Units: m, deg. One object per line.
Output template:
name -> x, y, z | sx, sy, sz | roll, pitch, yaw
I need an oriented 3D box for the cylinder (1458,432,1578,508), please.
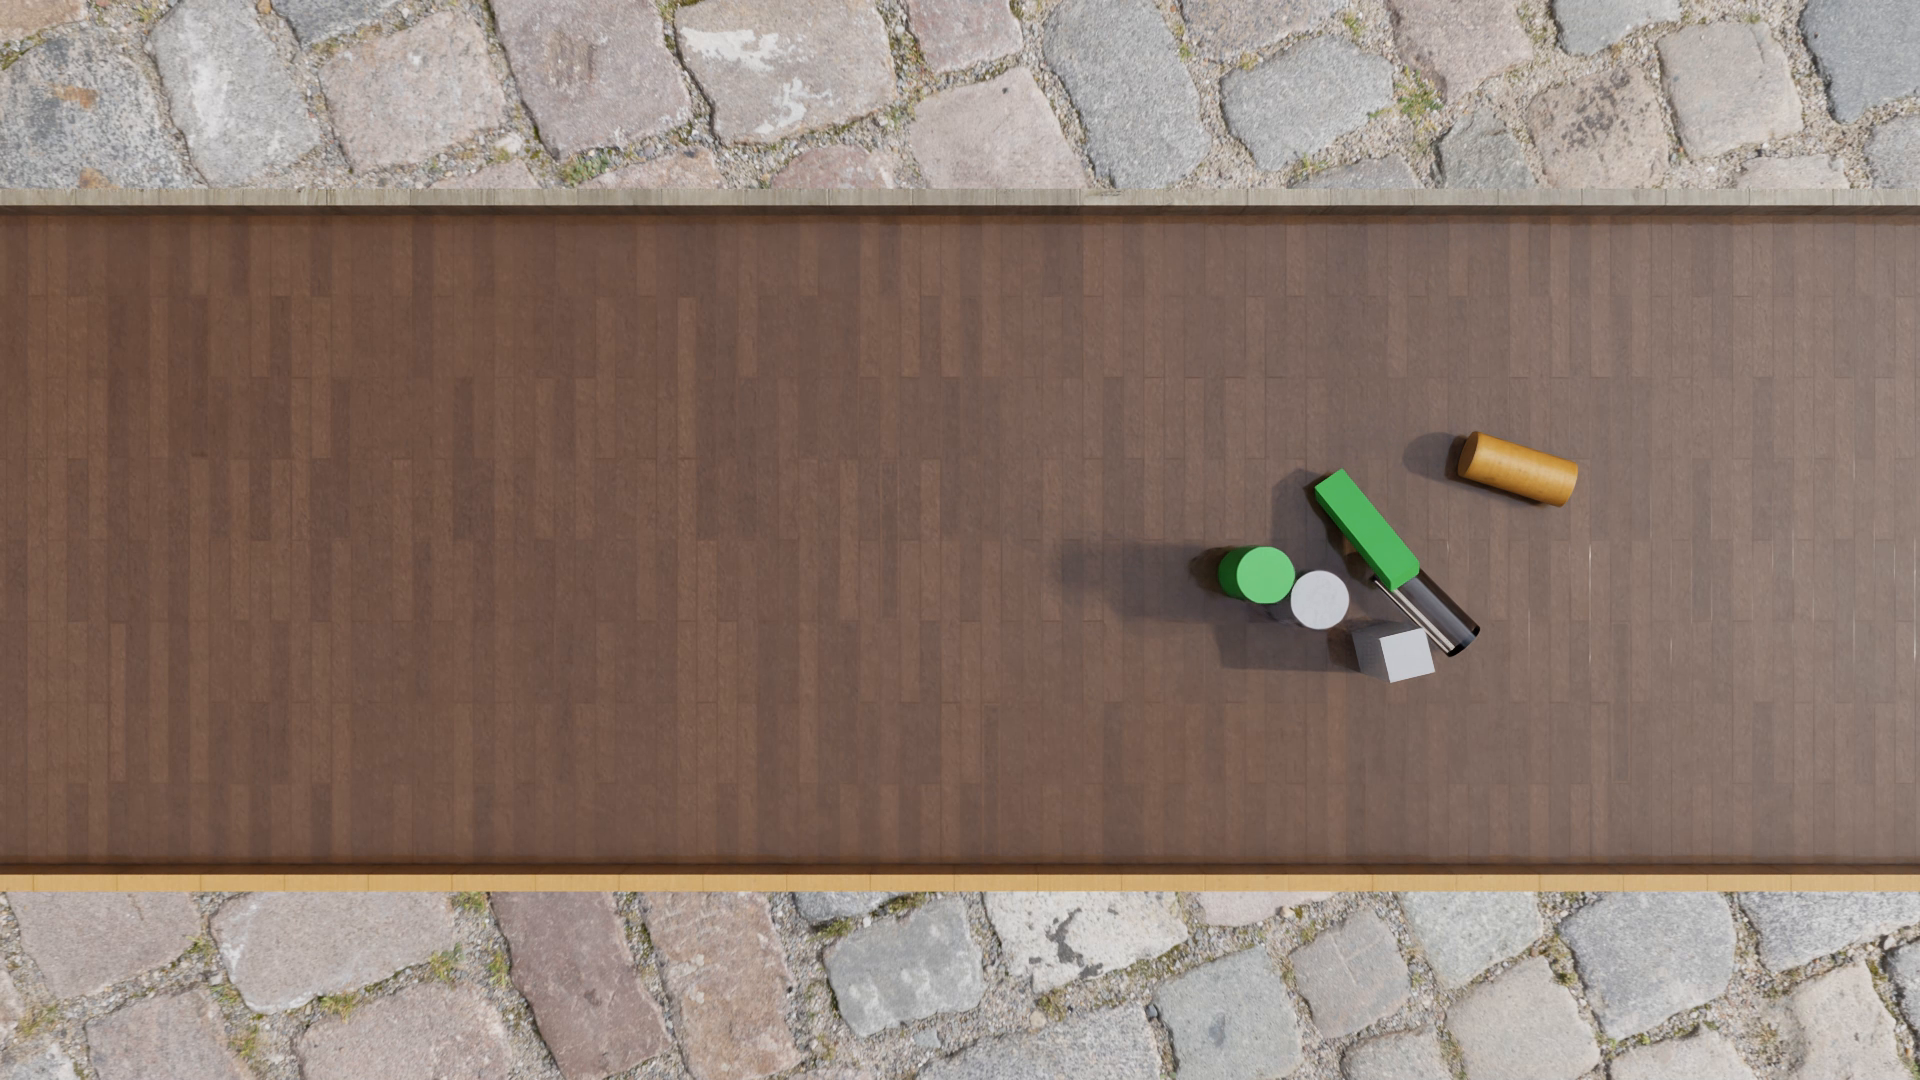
cylinder -> 1.691, -0.215, 5.004 | 0.314, 0.144, 0.144 | 17, 90, 0

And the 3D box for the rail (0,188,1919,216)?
rail -> -2.247, -1.025, 5.002 | 12.000, 0.150, 0.050 | 0, 90, 0

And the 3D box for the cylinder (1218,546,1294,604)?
cylinder -> 0.868, 0.102, 4.859 | 0.162, 0.430, 0.162 | 0, 89, 2

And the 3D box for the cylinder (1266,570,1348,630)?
cylinder -> 1.021, 0.174, 4.874 | 0.166, 0.401, 0.166 | 0, 89, 0

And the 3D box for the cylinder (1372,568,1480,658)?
cylinder -> 1.415, 0.195, 5.011 | 0.325, 0.131, 0.131 | 45, 90, 0

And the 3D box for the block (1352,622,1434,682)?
block -> 1.283, 0.330, 4.903 | 0.132, 0.347, 0.132 | -14, 90, 0

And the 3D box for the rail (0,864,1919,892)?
rail -> -2.247, 1.025, 5.001 | 12.000, 0.150, 0.050 | 0, 90, 0

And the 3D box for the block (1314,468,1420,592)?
block -> 1.220, -0.030, 4.952 | 0.101, 0.101, 0.374 | -34, 65, 0
